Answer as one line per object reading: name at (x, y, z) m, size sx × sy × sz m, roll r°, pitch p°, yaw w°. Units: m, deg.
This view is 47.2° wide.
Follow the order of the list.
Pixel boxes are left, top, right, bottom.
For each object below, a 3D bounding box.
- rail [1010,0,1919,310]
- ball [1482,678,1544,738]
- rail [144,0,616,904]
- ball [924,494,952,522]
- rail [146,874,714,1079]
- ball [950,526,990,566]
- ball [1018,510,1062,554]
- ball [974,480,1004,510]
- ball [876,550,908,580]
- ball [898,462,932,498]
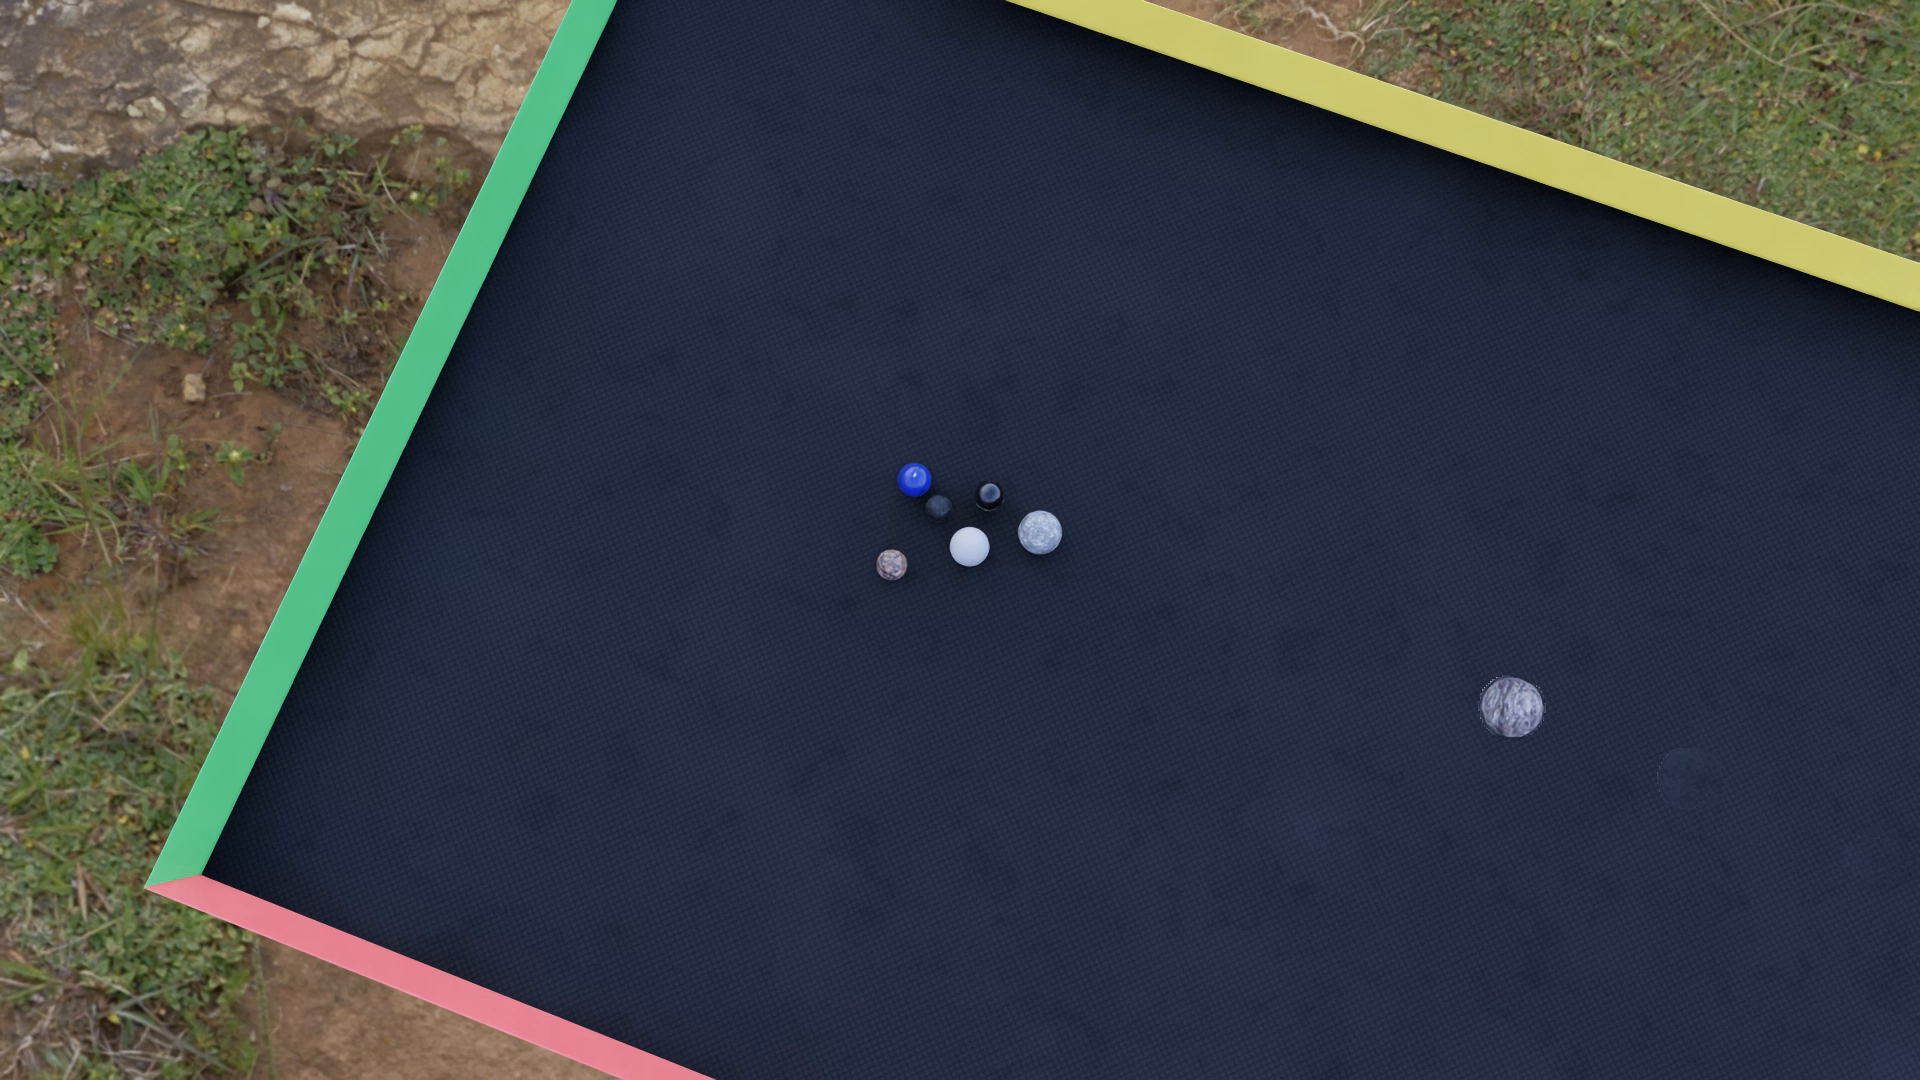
rail at (1.156, -0.509, 3.485) m, size 3.576 × 0.117 × 0.045 m, roll 20°, pitch 75°, yaw 6°
ball at (0.824, 0.250, 3.282) m, size 0.090 × 0.090 × 0.090 m, roll 0°, pitch 74°, yaw 0°
rail at (-0.813, -0.308, 3.427) m, size 0.045 × 0.117 × 1.845 m, roll 20°, pitch 75°, yaw 6°
ball at (-0.033, -0.049, 3.392) m, size 0.044 × 0.044 × 0.044 m, roll 0°, pitch 74°, yaw 0°
rail at (0.514, 1.105, 3.022) m, size 3.576 × 0.117 × 0.045 m, roll 20°, pitch 75°, yaw 6°
ball at (0.015, 0.010, 3.366) m, size 0.061 × 0.061 × 0.061 m, roll 0°, pitch 74°, yaw 0°
ball at (0.123, -0.011, 3.369) m, size 0.068 × 0.068 × 0.068 m, roll 0°, pitch 74°, yaw 0°
ball at (0.045, -0.069, 3.396) m, size 0.048 × 0.048 × 0.048 m, roll 0°, pitch 74°, yaw 0°
ball at (-0.104, 0.038, 3.365) m, size 0.048 × 0.048 × 0.048 m, roll 0°, pitch 74°, yaw 0°
ball at (-0.071, -0.093, 3.400) m, size 0.053 × 0.053 × 0.053 m, roll 0°, pitch 74°, yaw 0°
